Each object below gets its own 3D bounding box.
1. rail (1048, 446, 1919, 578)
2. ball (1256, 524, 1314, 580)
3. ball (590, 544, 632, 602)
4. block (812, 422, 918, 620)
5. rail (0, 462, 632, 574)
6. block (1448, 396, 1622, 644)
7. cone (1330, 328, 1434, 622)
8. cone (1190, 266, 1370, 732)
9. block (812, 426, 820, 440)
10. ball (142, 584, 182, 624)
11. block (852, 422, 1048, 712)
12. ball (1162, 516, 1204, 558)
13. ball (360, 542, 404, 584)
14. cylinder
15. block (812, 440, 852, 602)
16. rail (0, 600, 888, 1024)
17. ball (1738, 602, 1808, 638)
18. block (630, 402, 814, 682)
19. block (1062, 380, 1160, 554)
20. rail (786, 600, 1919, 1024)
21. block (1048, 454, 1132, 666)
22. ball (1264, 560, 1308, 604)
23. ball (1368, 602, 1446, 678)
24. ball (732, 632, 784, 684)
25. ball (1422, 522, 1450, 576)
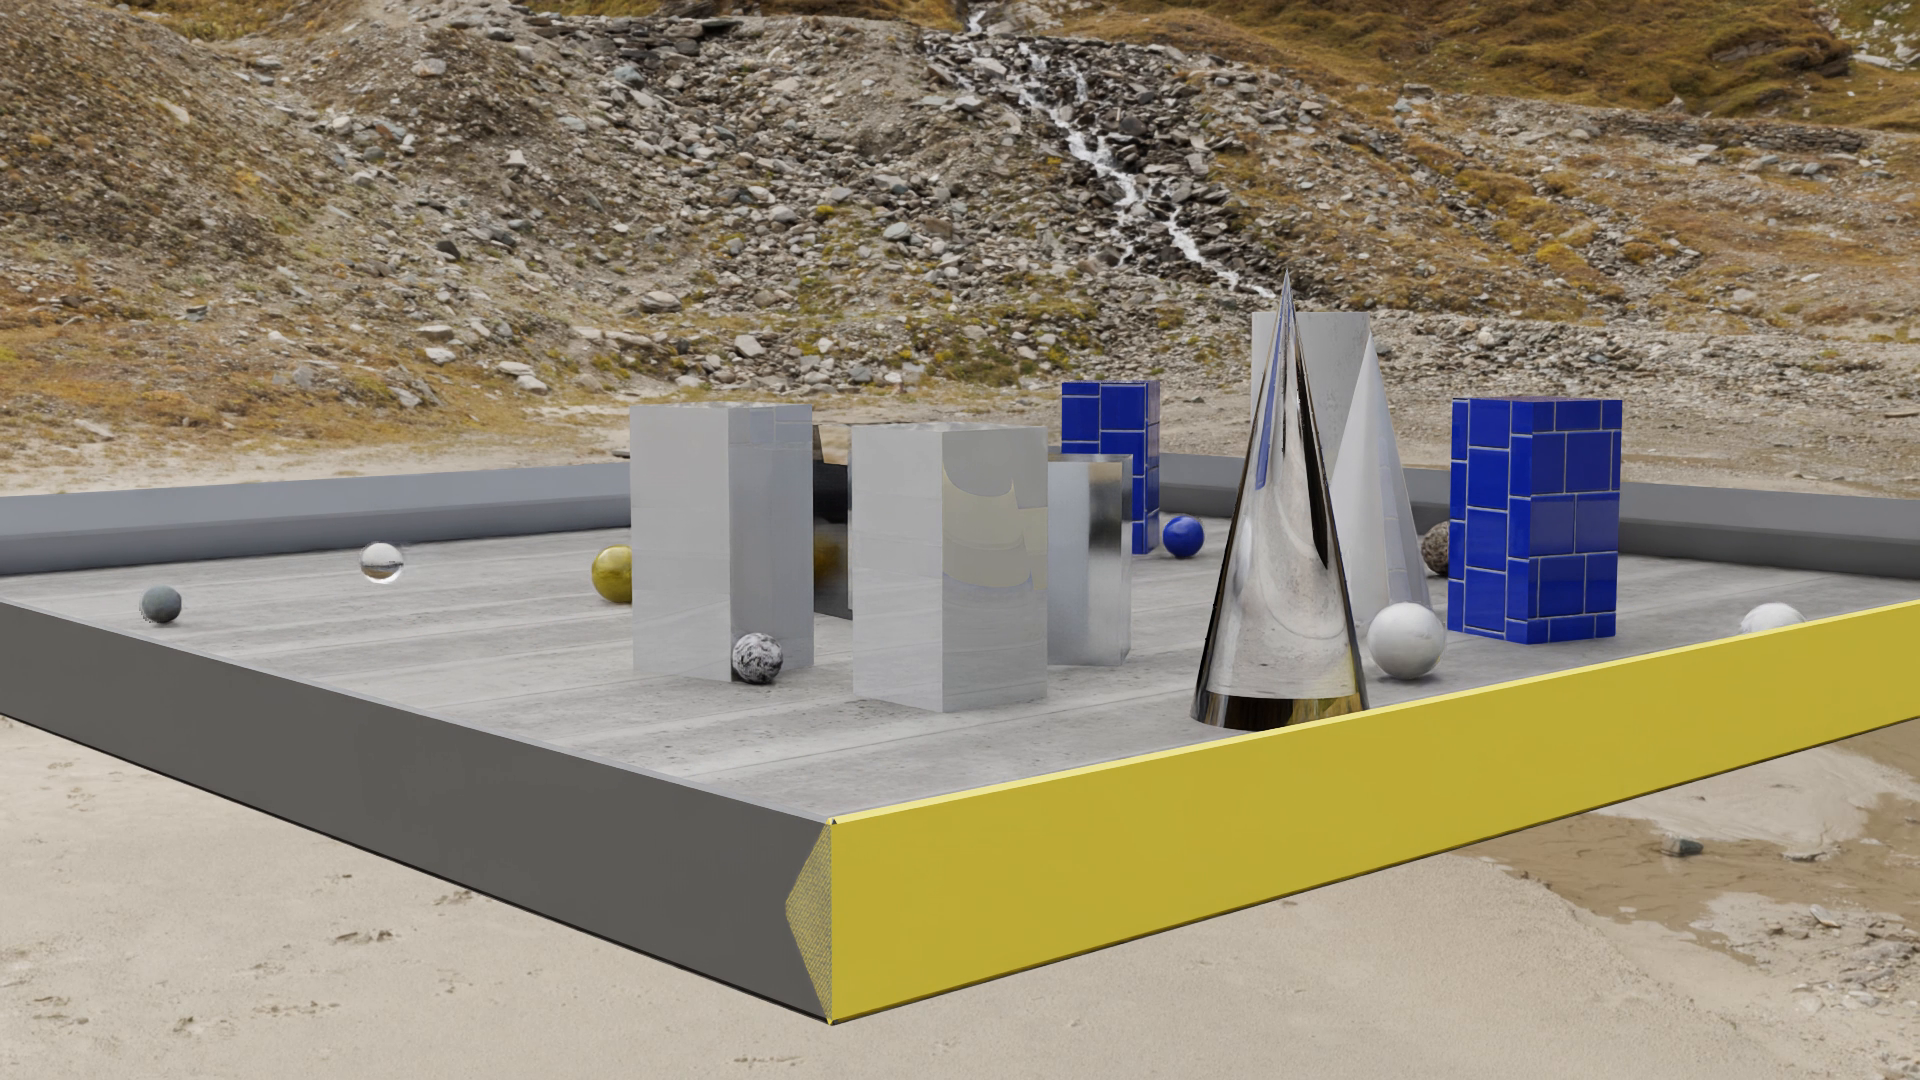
[{"bbox_3d":[1.010,-0.063,4.259,0.045,0.130,2.796,-5,8,-42],"label":"rail"},{"bbox_3d":[0.540,0.020,3.649,0.094,0.094,0.094,0,6,0],"label":"ball"},{"bbox_3d":[-0.521,0.052,3.368,0.089,0.089,0.089,0,6,0],"label":"ball"},{"bbox_3d":[-0.108,-0.029,3.232,0.160,0.278,0.160,-4,7,-34],"label":"block"},{"bbox_3d":[-0.932,-0.071,4.336,2.797,0.130,0.045,-5,8,-42],"label":"rail"},{"bbox_3d":[0.792,-0.032,3.037,0.160,0.325,0.160,-3,7,-28],"label":"block"},{"bbox_3d":[0.602,-0.102,3.242,0.200,0.420,0.200,0,6,0],"label":"cone"},{"bbox_3d":[0.353,-0.051,2.402,0.200,0.493,0.200,0,6,0],"label":"cone"},{"bbox_3d":[-0.357,-0.076,3.832,0.160,0.246,0.160,5,8,39],"label":"block"},{"bbox_3d":[-1.143,0.091,3.149,0.055,0.055,0.055,0,6,0],"label":"ball"},{"bbox_3d":[-0.012,0.025,2.541,0.160,0.313,0.160,-5,8,-41],"label":"block"},{"bbox_3d":[0.405,-0.006,3.982,0.076,0.076,0.076,0,6,0],"label":"ball"},{"bbox_3d":[-0.946,0.038,3.598,0.068,0.068,0.068,0,6,0],"label":"ball"},{"bbox_3d":[0.597,-0.168,3.767,0.200,0.443,0.200,0,6,0],"label":"cylinder"},{"bbox_3d":[-0.243,-0.033,3.452,0.160,0.240,0.160,2,6,16],"label":"block"},{"bbox_3d":[-1.010,0.130,2.405,0.045,0.130,2.796,-5,8,-42],"label":"rail"},{"bbox_3d":[1.013,0.120,2.733,0.084,0.084,0.084,0,6,0],"label":"ball"},{"bbox_3d":[-0.296,-0.004,2.743,0.160,0.329,0.160,4,7,35],"label":"block"},{"bbox_3d":[0.283,-0.139,4.118,0.160,0.314,0.160,1,6,13],"label":"block"},{"bbox_3d":[0.932,0.138,2.327,2.797,0.130,0.045,-5,8,-42],"label":"rail"},{"bbox_3d":[0.136,0.022,2.841,0.160,0.257,0.160,1,6,9],"label":"block"},{"bbox_3d":[0.498,0.064,3.360,0.066,0.066,0.066,0,6,0],"label":"ball"},{"bbox_3d":[0.542,0.122,2.670,0.093,0.093,0.093,0,6,0],"label":"ball"},{"bbox_3d":[-0.242,0.142,2.640,0.061,0.061,0.061,0,6,0],"label":"ball"},{"bbox_3d":[0.825,0.015,3.706,0.092,0.092,0.092,0,6,0],"label":"ball"}]
